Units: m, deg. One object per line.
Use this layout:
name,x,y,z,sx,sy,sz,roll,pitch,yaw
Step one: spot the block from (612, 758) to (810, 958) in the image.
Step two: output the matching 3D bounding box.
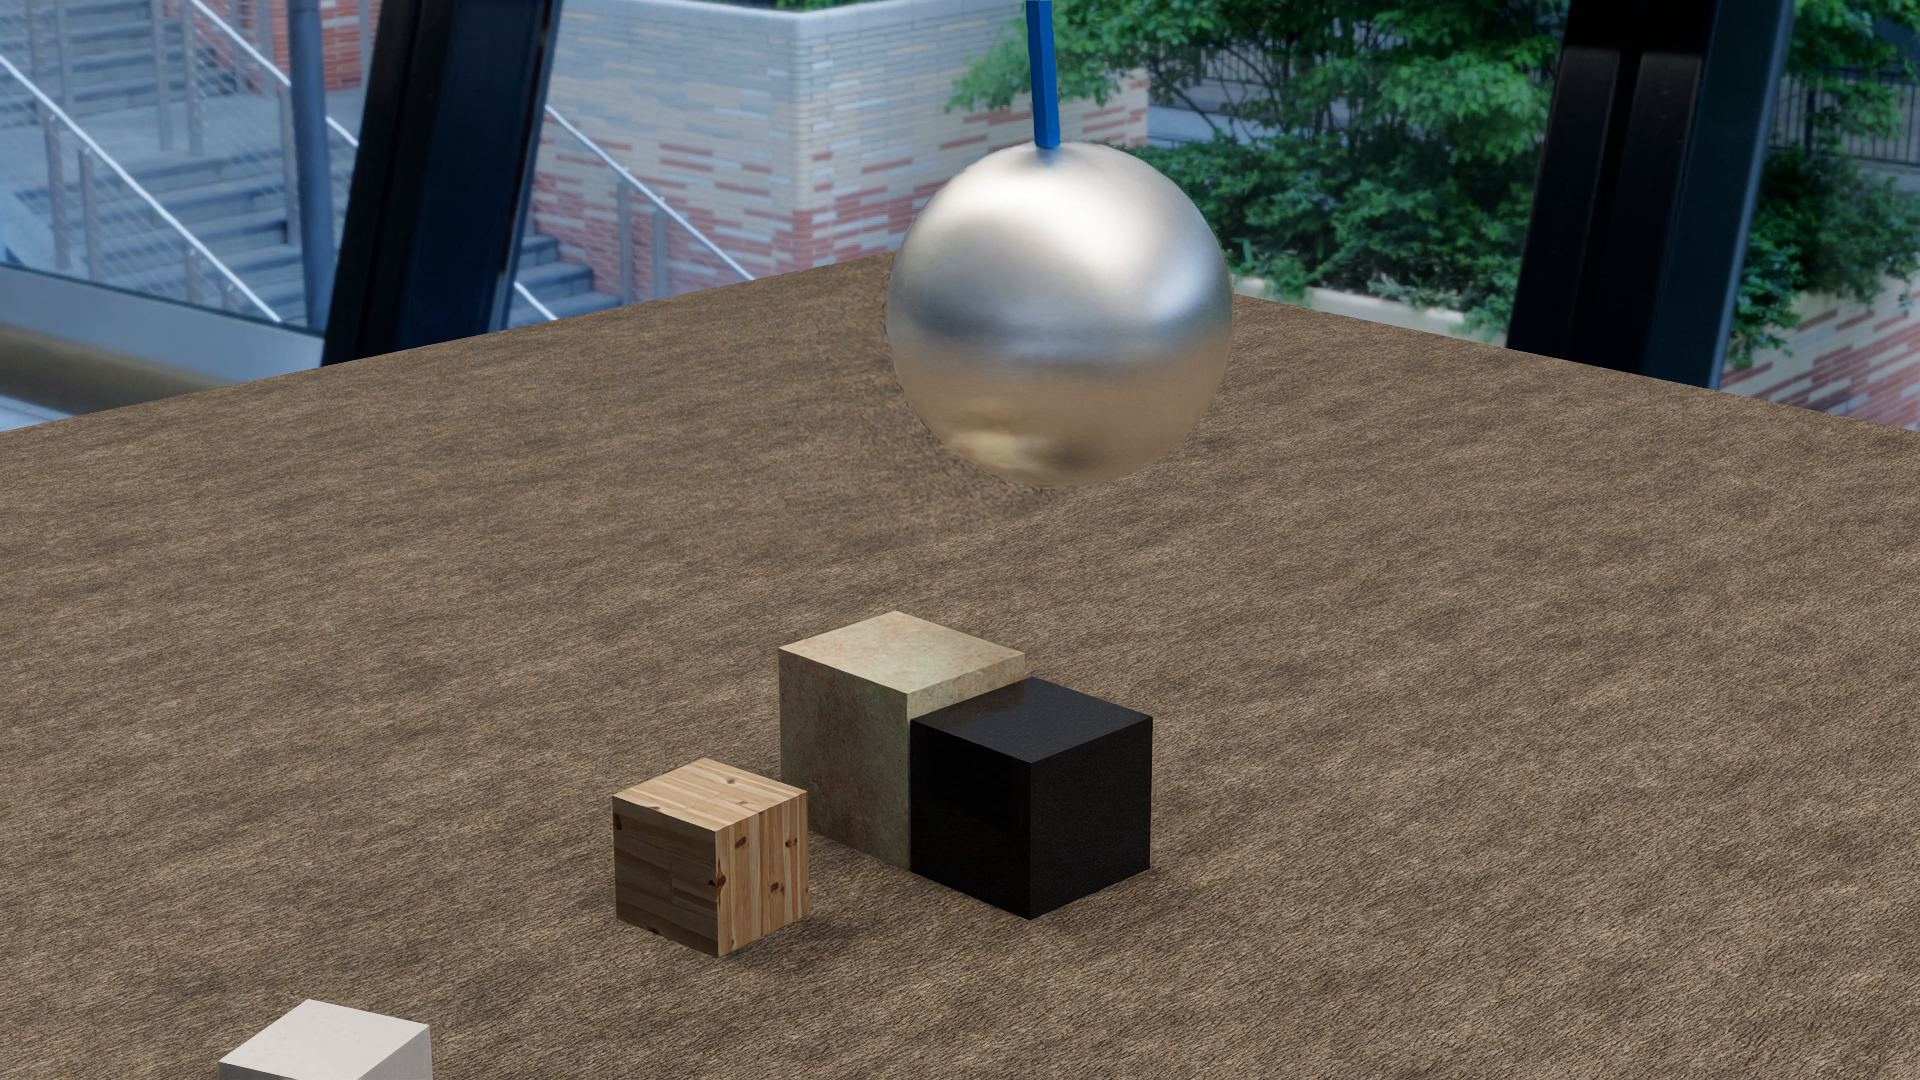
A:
block,-1.096,1.391,12.939,0.627,0.588,0.580,14,22,37

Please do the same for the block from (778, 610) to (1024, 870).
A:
block,-0.276,0.935,13.919,0.765,0.870,0.874,-17,24,-42

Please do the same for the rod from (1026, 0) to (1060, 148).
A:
rod,0.198,-4.185,12.234,0.080,5.200,0.080,17,30,42

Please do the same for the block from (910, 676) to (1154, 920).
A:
block,0.325,1.164,13.393,0.802,0.749,0.754,-17,24,-42

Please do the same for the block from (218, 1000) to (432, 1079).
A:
block,-2.311,2.095,10.757,0.538,0.553,0.544,7,19,22

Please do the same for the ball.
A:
ball,0.457,-1.038,13.494,1.600,1.600,1.600,0,17,0
